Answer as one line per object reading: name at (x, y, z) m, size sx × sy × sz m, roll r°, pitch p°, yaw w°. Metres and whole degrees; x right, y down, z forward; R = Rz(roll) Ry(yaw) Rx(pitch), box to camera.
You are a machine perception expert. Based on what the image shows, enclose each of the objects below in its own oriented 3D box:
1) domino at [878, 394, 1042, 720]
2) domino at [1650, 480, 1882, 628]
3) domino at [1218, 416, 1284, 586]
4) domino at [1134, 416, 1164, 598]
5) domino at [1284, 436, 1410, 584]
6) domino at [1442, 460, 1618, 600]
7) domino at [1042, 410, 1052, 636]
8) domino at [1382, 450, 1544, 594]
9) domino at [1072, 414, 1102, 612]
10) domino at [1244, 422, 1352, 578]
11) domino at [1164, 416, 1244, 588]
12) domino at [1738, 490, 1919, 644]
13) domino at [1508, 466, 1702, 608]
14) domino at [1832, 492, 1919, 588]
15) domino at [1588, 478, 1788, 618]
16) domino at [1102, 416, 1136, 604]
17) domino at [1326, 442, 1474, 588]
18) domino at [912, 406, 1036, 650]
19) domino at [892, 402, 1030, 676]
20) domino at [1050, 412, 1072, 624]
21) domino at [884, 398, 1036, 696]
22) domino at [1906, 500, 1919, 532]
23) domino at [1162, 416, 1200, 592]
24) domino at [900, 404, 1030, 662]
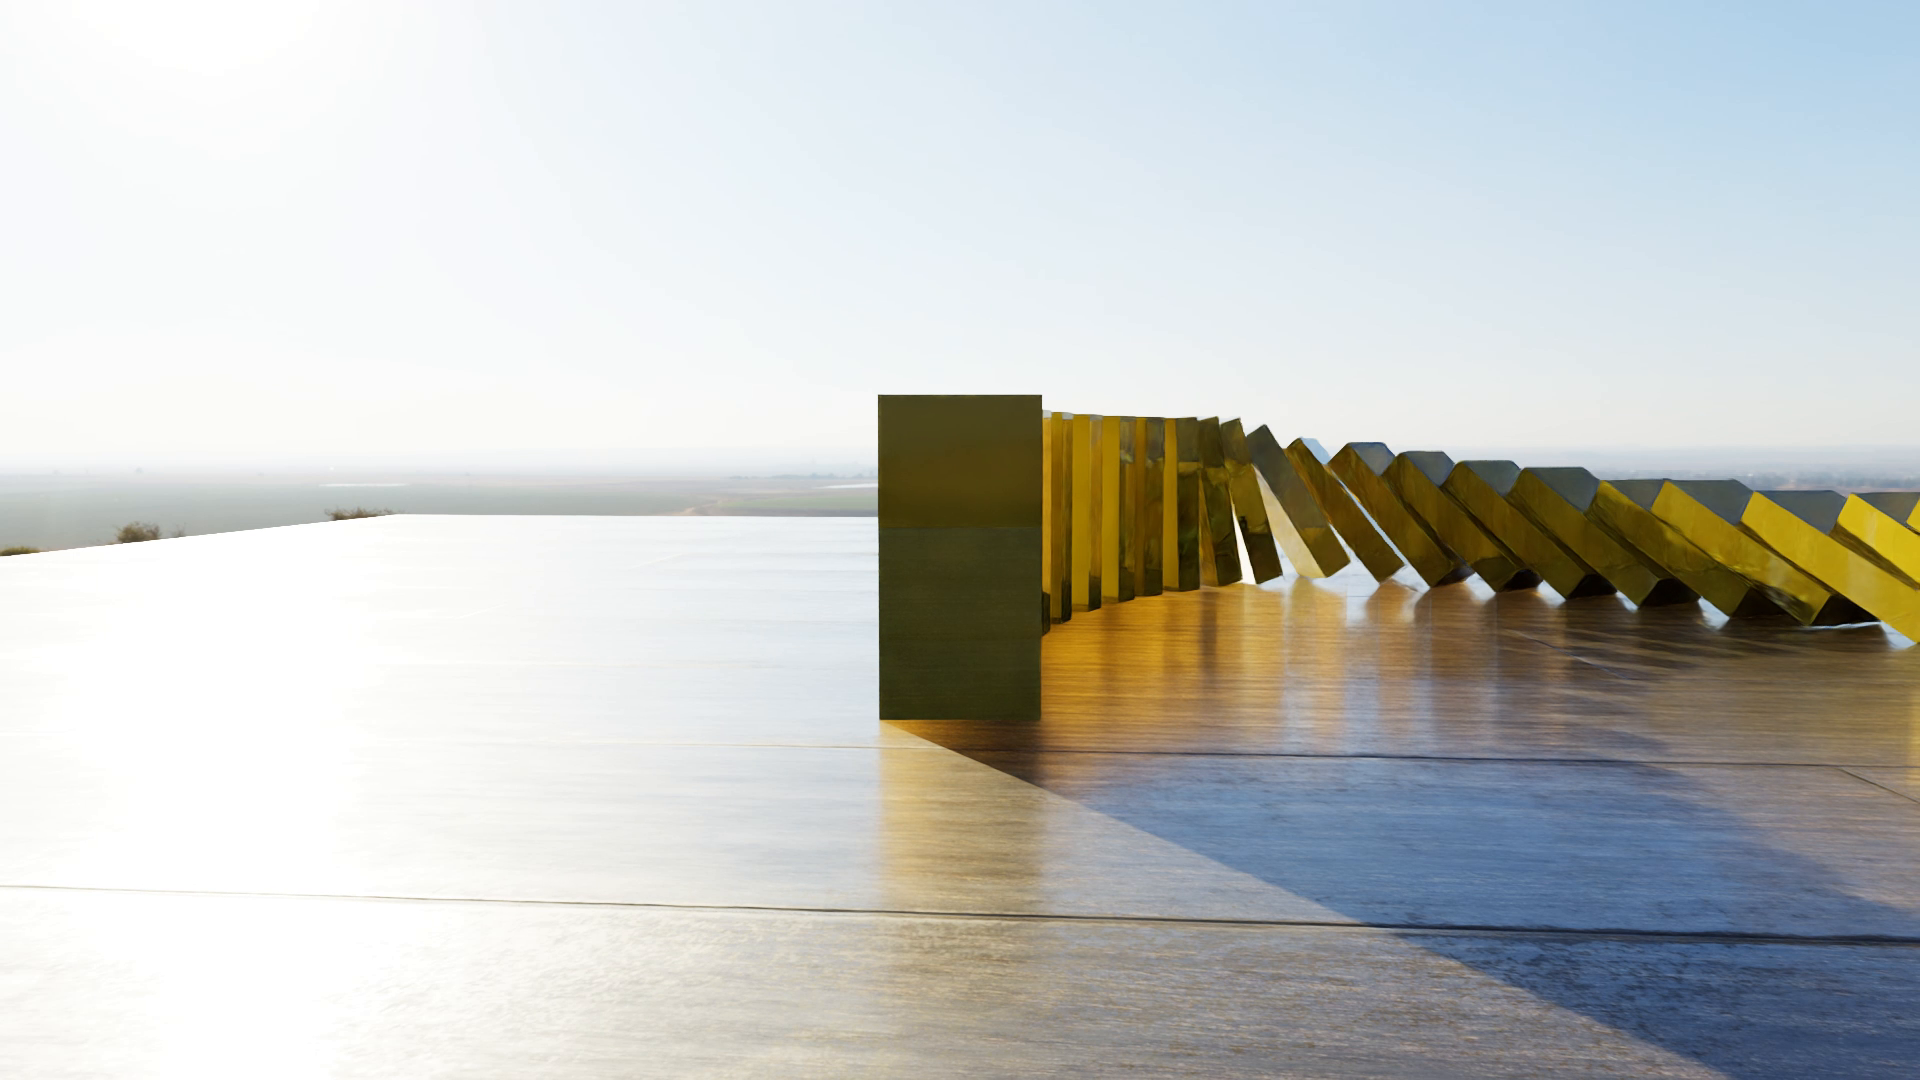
domino at (0.000, 0.002, 0.201) m, size 0.025 × 0.050 × 0.010 m, roll 0°, pitch 4°, yaw 0°
domino at (0.200, 0.002, 0.317) m, size 0.025 × 0.010 × 0.050 m, roll -2°, pitch 34°, yaw -22°
domino at (0.083, -0.012, 0.395) m, size 0.010 × 0.050 × 0.025 m, roll -19°, pitch 8°, yaw -11°
domino at (0.045, -0.010, 0.365) m, size 0.025 × 0.050 × 0.009 m, roll 4°, pitch 6°, yaw 40°
domino at (0.121, -0.010, 0.401) m, size 0.010 × 0.050 × 0.025 m, roll -42°, pitch -16°, yaw 23°
domino at (0.166, -0.004, 0.369) m, size 0.025 × 0.010 × 0.050 m, roll -3°, pitch 42°, yaw -34°
domino at (0.007, -0.004, 0.289) m, size 0.025 × 0.050 × 0.010 m, roll 1°, pitch 4°, yaw 15°
domino at (0.152, -0.006, 0.383) m, size 0.025 × 0.009 × 0.050 m, roll -4°, pitch 47°, yaw -40°
domino at (0.023, -0.007, 0.333) m, size 0.025 × 0.050 × 0.010 m, roll 2°, pitch 5°, yaw 26°
domino at (0.101, -0.012, 0.400) m, size 0.010 × 0.050 × 0.025 m, roll -33°, pitch 3°, yaw -3°
domino at (0.070, -0.012, 0.388) m, size 0.010 × 0.050 × 0.025 m, roll -16°, pitch 11°, yaw -26°
domino at (0.209, 0.005, 0.295) m, size 0.025 × 0.010 × 0.050 m, roll -1°, pitch 32°, yaw -18°
domino at (0.179, -0.002, 0.354) m, size 0.025 × 0.010 × 0.050 m, roll -2°, pitch 39°, yaw -28°
domino at (0.218, 0.006, 0.274) m, size 0.025 × 0.010 × 0.050 m, roll -1°, pitch 32°, yaw -12°
domino at (0.192, 0.001, 0.334) m, size 0.025 × 0.010 × 0.050 m, roll -2°, pitch 34°, yaw -21°
domino at (0.035, -0.009, 0.352) m, size 0.025 × 0.050 × 0.010 m, roll 3°, pitch 5°, yaw 34°
domino at (0.137, -0.009, 0.395) m, size 0.025 × 0.050 × 0.010 m, roll -5°, pitch -37°, yaw -47°
domino at (0.003, -0.003, 0.270) m, size 0.025 × 0.050 × 0.010 m, roll 1°, pitch 4°, yaw 9°
domino at (0.000, 0.000, 0.238) m, size 0.025 × 0.050 × 0.010 m, roll 0°, pitch 4°, yaw 2°
domino at (0.014, -0.006, 0.310) m, size 0.025 × 0.050 × 0.010 m, roll 2°, pitch 5°, yaw 20°
domino at (0.000, 0.001, 0.219) m, size 0.025 × 0.050 × 0.009 m, roll 0°, pitch 4°, yaw 0°
domino at (0.222, 0.006, 0.257) m, size 0.025 × 0.009 × 0.050 m, roll -1°, pitch 33°, yaw -13°
domino at (0.058, -0.011, 0.378) m, size 0.009 × 0.050 × 0.025 m, roll -7°, pitch 8°, yaw -40°
domino at (0.001, -0.002, 0.254) m, size 0.025 × 0.050 × 0.010 m, roll 0°, pitch 4°, yaw 4°
